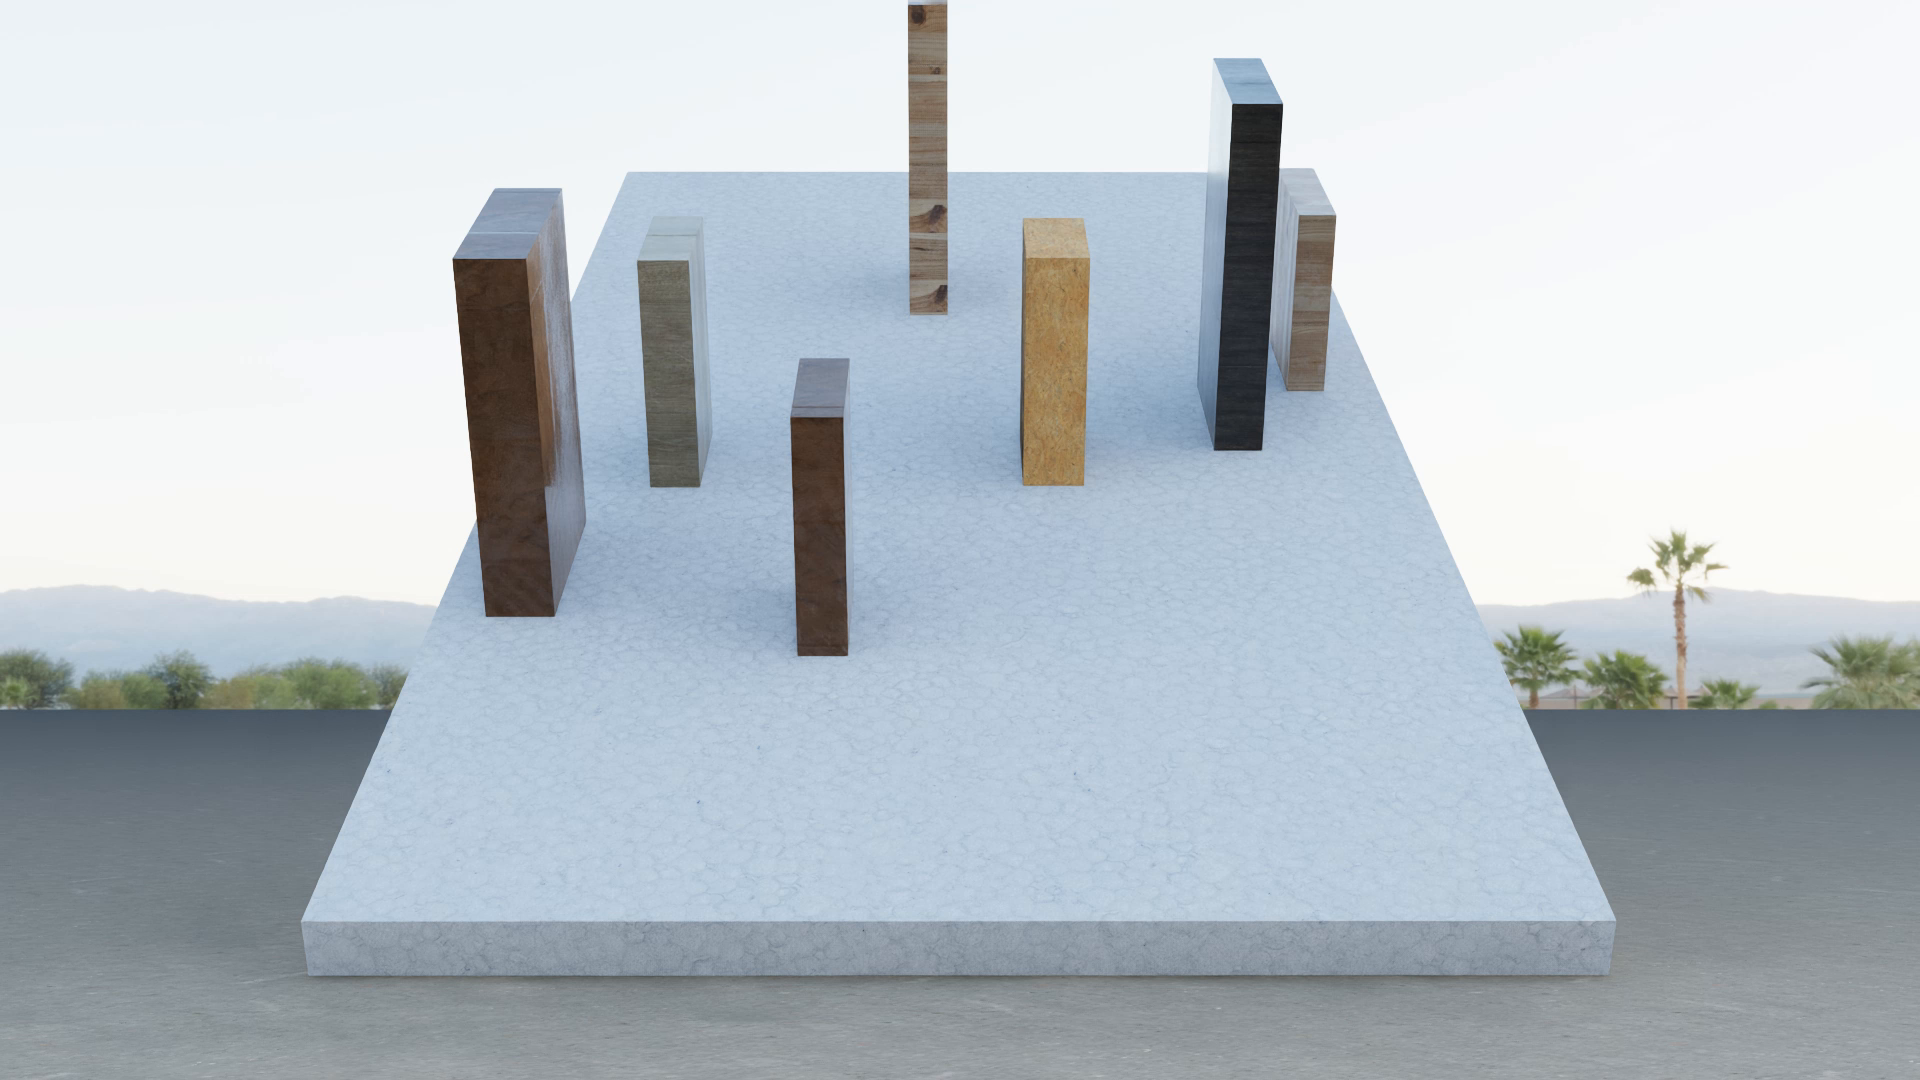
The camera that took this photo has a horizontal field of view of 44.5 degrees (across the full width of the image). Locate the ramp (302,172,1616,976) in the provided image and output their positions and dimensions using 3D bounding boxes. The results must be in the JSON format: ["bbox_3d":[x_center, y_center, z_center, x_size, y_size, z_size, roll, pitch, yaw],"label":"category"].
[{"bbox_3d":[-0.009,-0.229,5.395,2.000,0.100,4.000,0,25,0],"label":"ramp"}]

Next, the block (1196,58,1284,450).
[{"bbox_3d":[0.618,-0.638,5.227,0.107,0.785,0.396,0,25,0],"label":"block"}]

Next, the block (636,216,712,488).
[{"bbox_3d":[-0.611,-0.407,5.054,0.107,0.510,0.299,0,25,0],"label":"block"}]

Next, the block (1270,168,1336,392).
[{"bbox_3d":[0.816,-0.628,5.622,0.087,0.432,0.380,0,25,0],"label":"block"}]

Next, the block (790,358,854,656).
[{"bbox_3d":[-0.254,-0.063,4.365,0.094,0.477,0.293,0,25,0],"label":"block"}]

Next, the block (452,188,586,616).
[{"bbox_3d":[-0.839,-0.269,4.520,0.132,0.716,0.434,0,25,0],"label":"block"}]

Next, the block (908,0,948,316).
[{"bbox_3d":[-0.080,-1.018,6.016,0.097,0.795,0.383,0,25,0],"label":"block"}]

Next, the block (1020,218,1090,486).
[{"bbox_3d":[0.201,-0.406,5.053,0.131,0.513,0.270,0,25,0],"label":"block"}]
